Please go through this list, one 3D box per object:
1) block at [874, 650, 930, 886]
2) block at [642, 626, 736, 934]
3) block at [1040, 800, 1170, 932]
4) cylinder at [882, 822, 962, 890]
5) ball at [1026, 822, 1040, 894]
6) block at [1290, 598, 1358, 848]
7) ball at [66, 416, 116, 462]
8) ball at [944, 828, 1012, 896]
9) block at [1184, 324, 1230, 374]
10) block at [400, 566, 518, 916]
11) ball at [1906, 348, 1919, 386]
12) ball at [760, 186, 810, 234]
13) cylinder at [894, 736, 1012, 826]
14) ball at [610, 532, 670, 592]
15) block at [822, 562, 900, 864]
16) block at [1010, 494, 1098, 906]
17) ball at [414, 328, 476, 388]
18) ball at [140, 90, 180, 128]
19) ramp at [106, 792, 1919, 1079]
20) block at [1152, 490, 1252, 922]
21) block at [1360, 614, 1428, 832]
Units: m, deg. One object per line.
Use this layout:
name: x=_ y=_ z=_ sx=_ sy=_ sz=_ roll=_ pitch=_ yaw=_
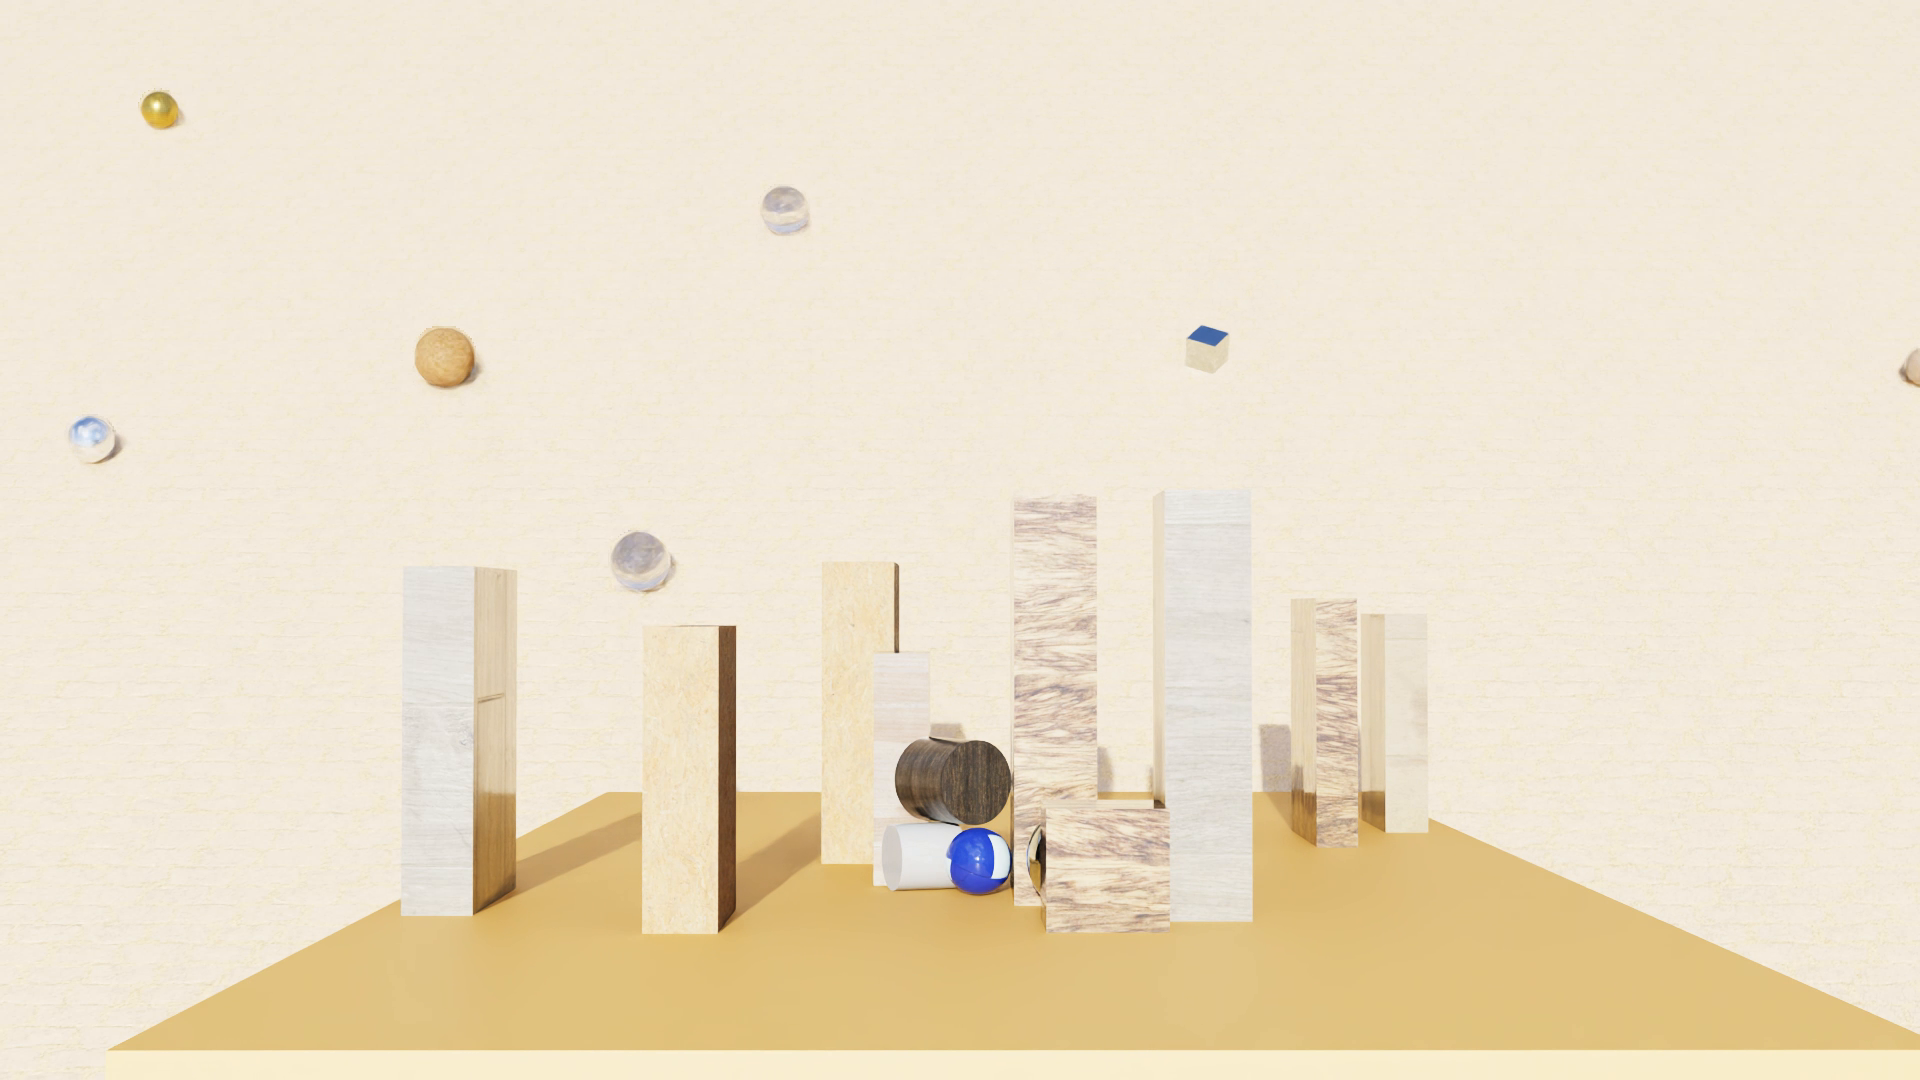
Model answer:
block: x=-0.102 y=0.401 z=4.648 sx=0.095 sy=0.401 sz=0.312 roll=0 pitch=-2 yaw=0
block: x=-0.412 y=0.358 z=3.983 sx=0.111 sy=0.452 sz=0.314 roll=0 pitch=-2 yaw=0
block: x=0.217 y=0.491 z=3.923 sx=0.182 sy=0.182 sz=0.182 roll=0 pitch=-2 yaw=-1
cylinder: x=-0.062 y=0.539 z=4.425 sx=0.114 sy=0.114 sz=0.114 roll=1 pitch=33 yaw=-20
ball: x=0.189 y=0.502 z=4.098 sx=0.169 sy=0.169 sz=0.169 roll=0 pitch=34 yaw=0
block: x=0.757 y=0.372 z=5.410 sx=0.083 sy=0.500 sz=0.398 roll=0 pitch=-2 yaw=0
ball: x=-2.765 y=-0.321 z=8.257 sx=0.147 sy=0.147 sz=0.147 roll=0 pitch=34 yaw=0
ball: x=0.031 y=0.537 z=4.339 sx=0.113 sy=0.113 sz=0.113 roll=0 pitch=34 yaw=0
block: x=0.834 y=-0.643 z=8.764 sx=0.107 sy=0.107 sz=0.107 roll=19 pitch=39 yaw=26
block: x=-0.816 y=0.319 z=4.251 sx=0.112 sy=0.545 sz=0.396 roll=0 pitch=-2 yaw=0
ball: x=3.220 y=-0.577 z=8.637 sx=0.141 sy=0.141 sz=0.141 roll=0 pitch=34 yaw=0
ball: x=-0.643 y=-1.213 z=9.536 sx=0.178 sy=0.178 sz=0.178 roll=0 pitch=34 yaw=0
cylinder: x=-0.013 y=0.411 z=4.434 sx=0.144 sy=0.144 sz=0.144 roll=-26 pitch=13 yaw=-32
ball: x=-0.946 y=0.063 z=7.667 sx=0.177 sy=0.177 sz=0.177 roll=0 pitch=34 yaw=0
block: x=-0.192 y=0.330 z=5.097 sx=0.136 sy=0.567 sz=0.441 roll=0 pitch=-2 yaw=0
block: x=0.154 y=0.262 z=4.352 sx=0.134 sy=0.664 sz=0.326 roll=0 pitch=-2 yaw=0
ball: x=-1.714 y=-0.608 z=8.630 sx=0.200 sy=0.200 sz=0.200 roll=0 pitch=34 yaw=0
ball: x=-3.171 y=-1.706 z=10.288 sx=0.146 sy=0.146 sz=0.146 roll=0 pitch=34 yaw=0
ramp: x=0.076 y=0.656 z=4.805 sx=2.000 sy=0.100 sz=4.000 roll=0 pitch=-2 yaw=0
block: x=0.381 y=0.256 z=4.100 sx=0.133 sy=0.661 sz=0.245 roll=0 pitch=-2 yaw=0
block: x=0.955 y=0.396 z=5.721 sx=0.091 sy=0.468 sz=0.331 roll=0 pitch=-2 yaw=0
